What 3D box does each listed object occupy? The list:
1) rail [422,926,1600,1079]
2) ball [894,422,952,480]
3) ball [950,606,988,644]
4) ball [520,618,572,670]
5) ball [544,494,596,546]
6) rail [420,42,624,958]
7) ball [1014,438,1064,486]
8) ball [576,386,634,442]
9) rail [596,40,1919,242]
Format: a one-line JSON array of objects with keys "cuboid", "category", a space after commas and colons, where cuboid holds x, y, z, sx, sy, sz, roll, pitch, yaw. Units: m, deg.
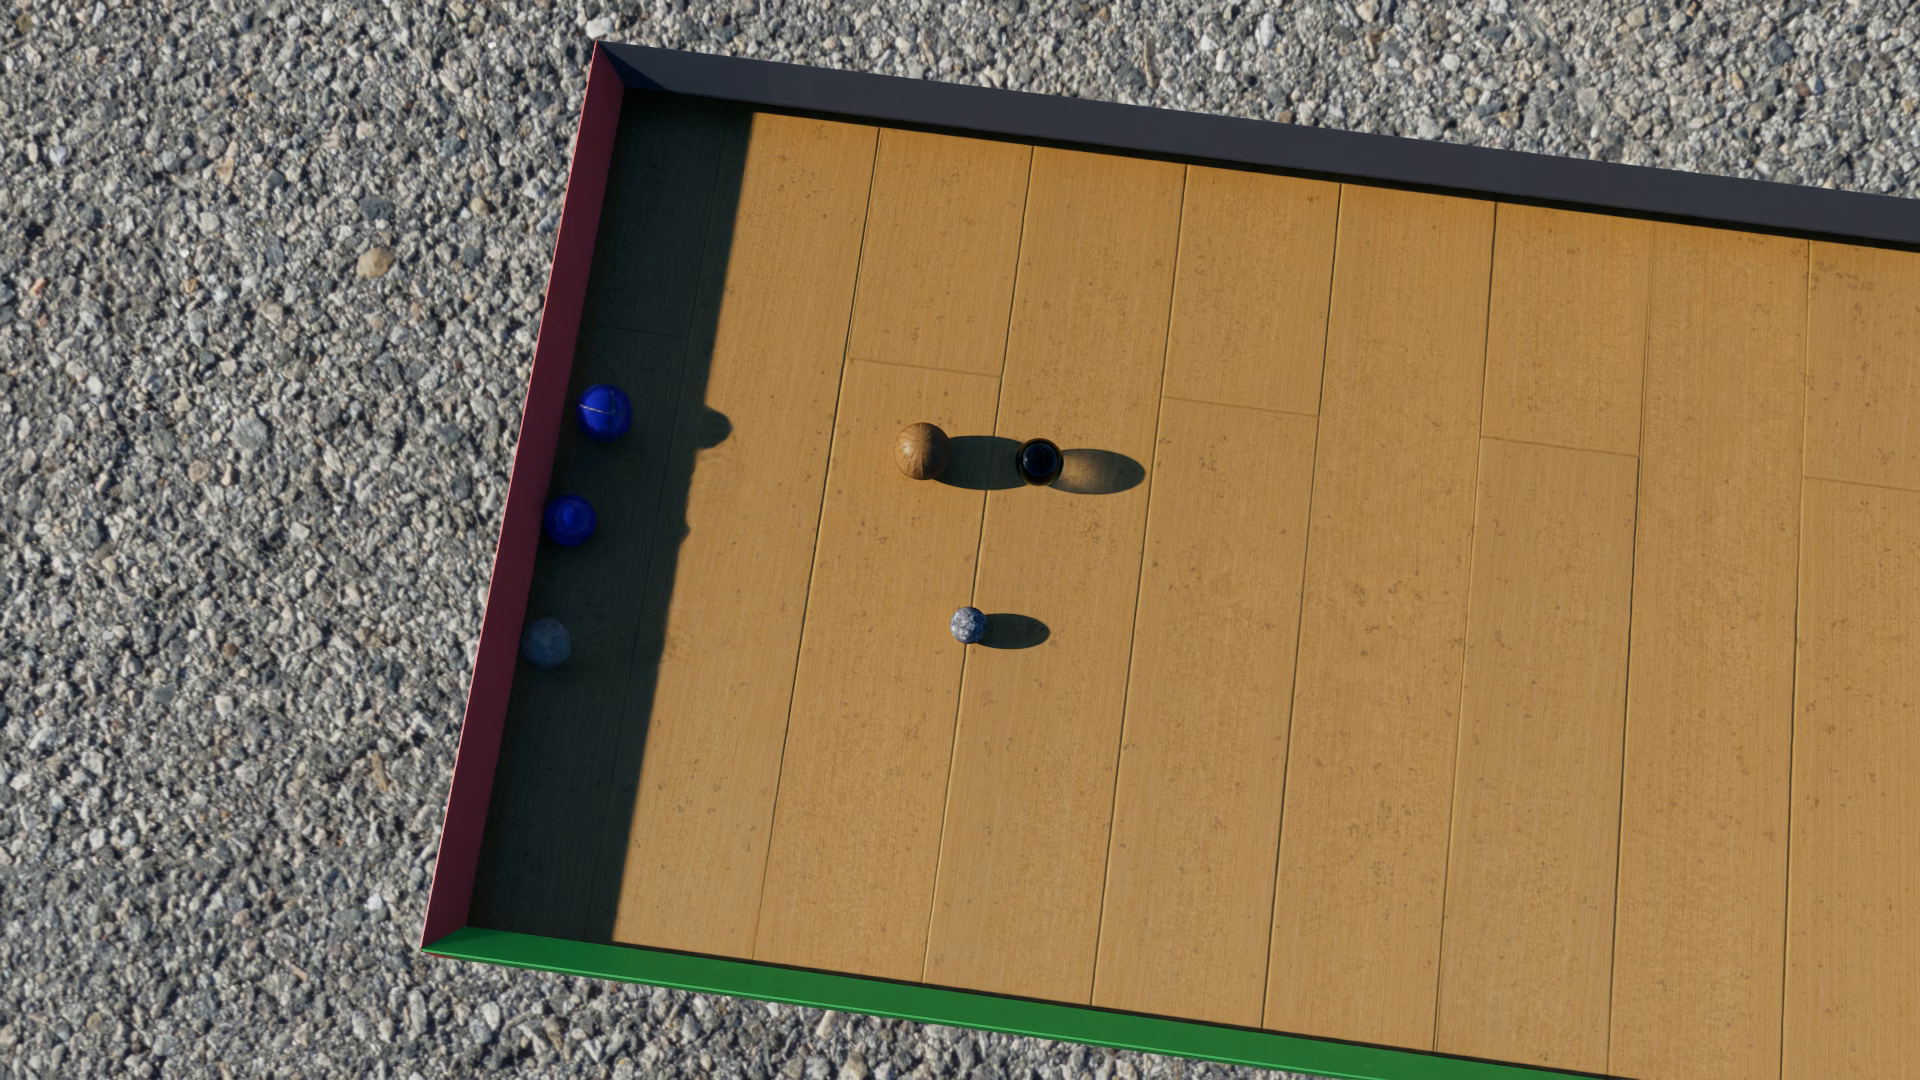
[{"cuboid": [0.580, 0.744, 3.124, 2.708, 0.116, 0.045, 7, 75, 2], "category": "rail"}, {"cuboid": [-0.057, -0.136, 3.378, 0.090, 0.090, 0.090, 0, 75, 0], "category": "ball"}, {"cuboid": [0.013, 0.129, 3.323, 0.057, 0.057, 0.057, 0, 75, 0], "category": "ball"}, {"cuboid": [-0.622, 0.156, 3.305, 0.078, 0.078, 0.078, 0, 75, 0], "category": "ball"}, {"cuboid": [-0.595, -0.031, 3.354, 0.080, 0.080, 0.080, 0, 75, 0], "category": "ball"}, {"cuboid": [-0.648, -0.088, 3.350, 0.045, 0.116, 1.435, 7, 75, 2], "category": "rail"}, {"cuboid": [0.122, -0.120, 3.380, 0.075, 0.075, 0.075, 0, 75, 0], "category": "ball"}, {"cuboid": [-0.549, -0.194, 3.394, 0.088, 0.088, 0.088, 0, 75, 0], "category": "ball"}, {"cuboid": [0.762, -0.584, 3.484, 2.708, 0.116, 0.045, 7, 75, 2], "category": "rail"}]
